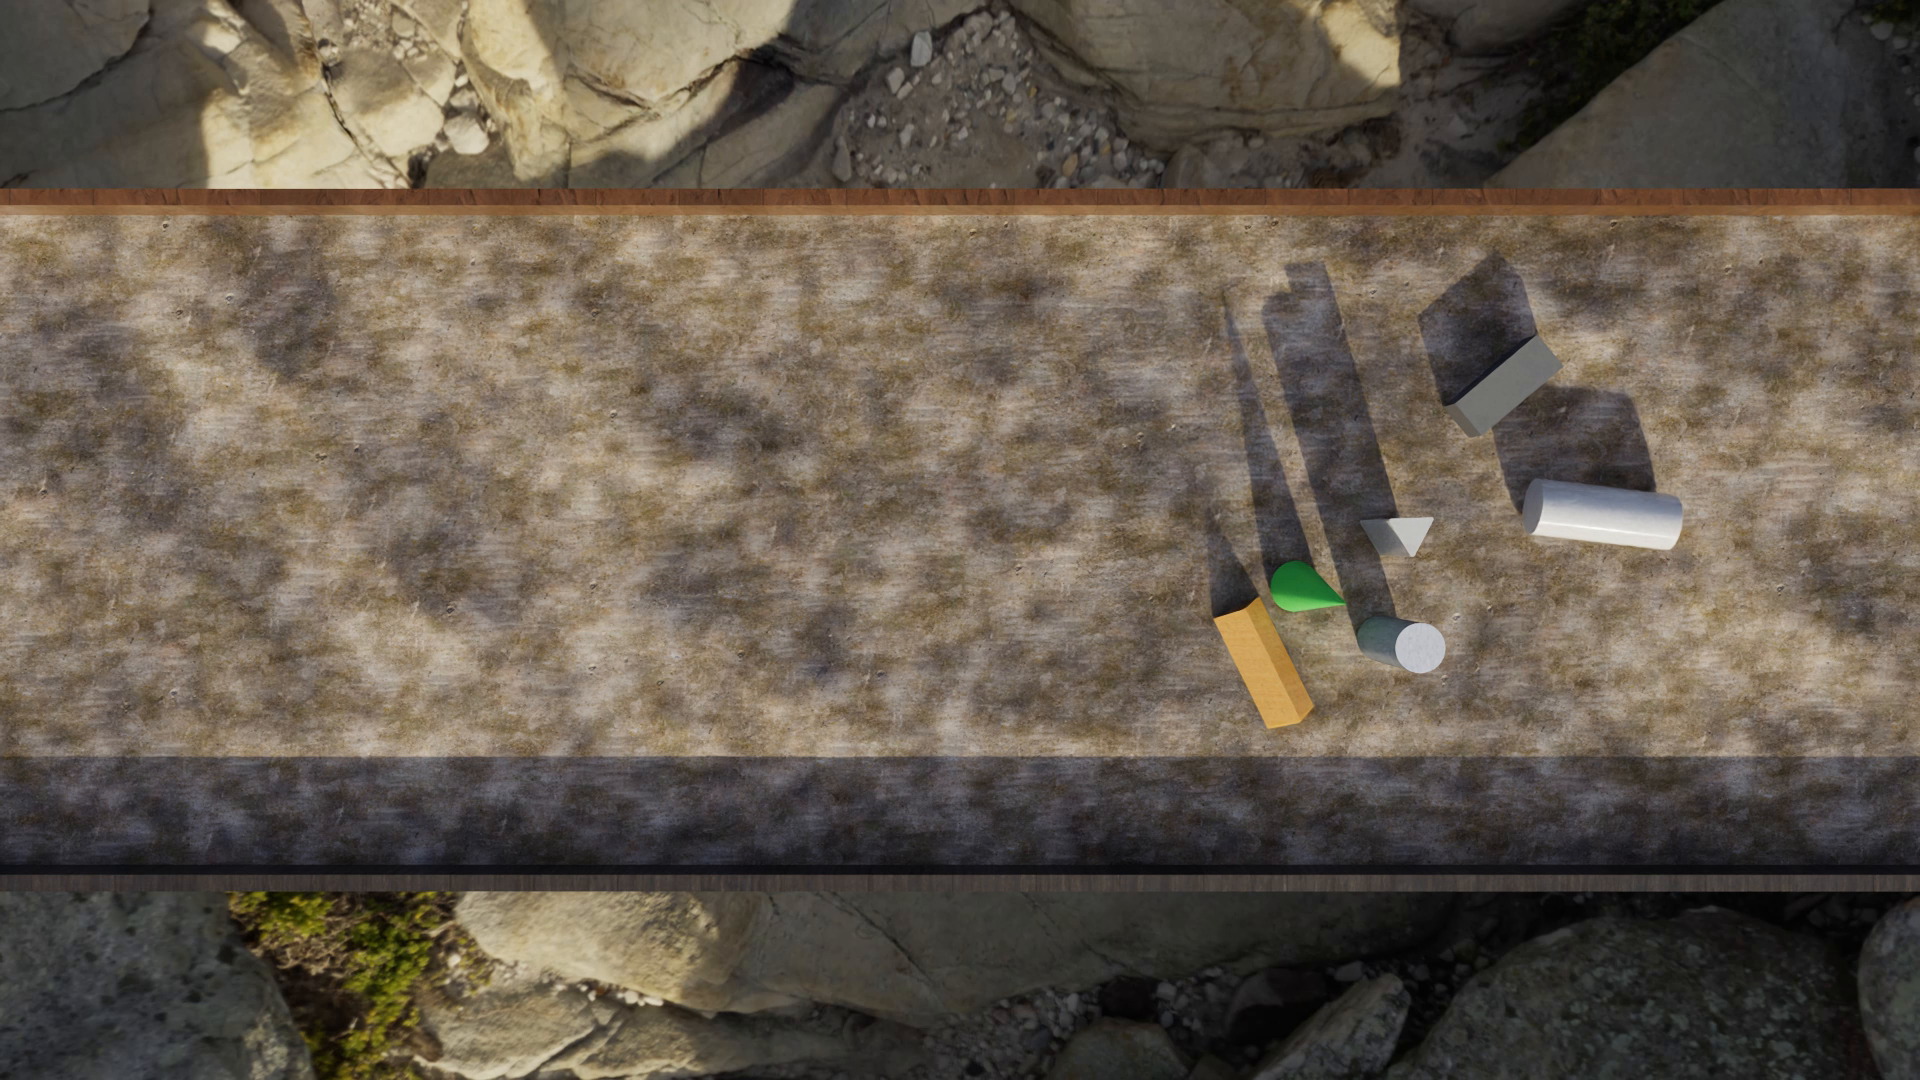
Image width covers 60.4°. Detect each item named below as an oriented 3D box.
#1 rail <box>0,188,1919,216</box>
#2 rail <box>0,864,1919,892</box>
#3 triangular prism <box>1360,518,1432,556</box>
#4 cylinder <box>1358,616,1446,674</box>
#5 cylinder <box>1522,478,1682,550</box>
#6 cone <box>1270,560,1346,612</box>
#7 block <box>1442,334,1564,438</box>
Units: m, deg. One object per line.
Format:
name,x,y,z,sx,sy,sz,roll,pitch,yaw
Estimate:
rail,-2.247,-1.025,5.002,12.000,0.150,0.050,0,90,0
rail,-2.247,1.025,5.001,12.000,0.150,0.050,0,90,0
triangular prism,1.309,-0.034,4.900,0.109,0.354,0.126,-32,90,0
cylinder,1.293,0.303,4.853,0.141,0.446,0.141,0,90,0
cylinder,1.941,-0.078,4.991,0.418,0.170,0.170,7,90,0
cone,1.059,0.161,4.849,0.157,0.436,0.157,-1,95,-8
block,1.650,-0.466,5.014,0.323,0.126,0.126,-40,90,0
